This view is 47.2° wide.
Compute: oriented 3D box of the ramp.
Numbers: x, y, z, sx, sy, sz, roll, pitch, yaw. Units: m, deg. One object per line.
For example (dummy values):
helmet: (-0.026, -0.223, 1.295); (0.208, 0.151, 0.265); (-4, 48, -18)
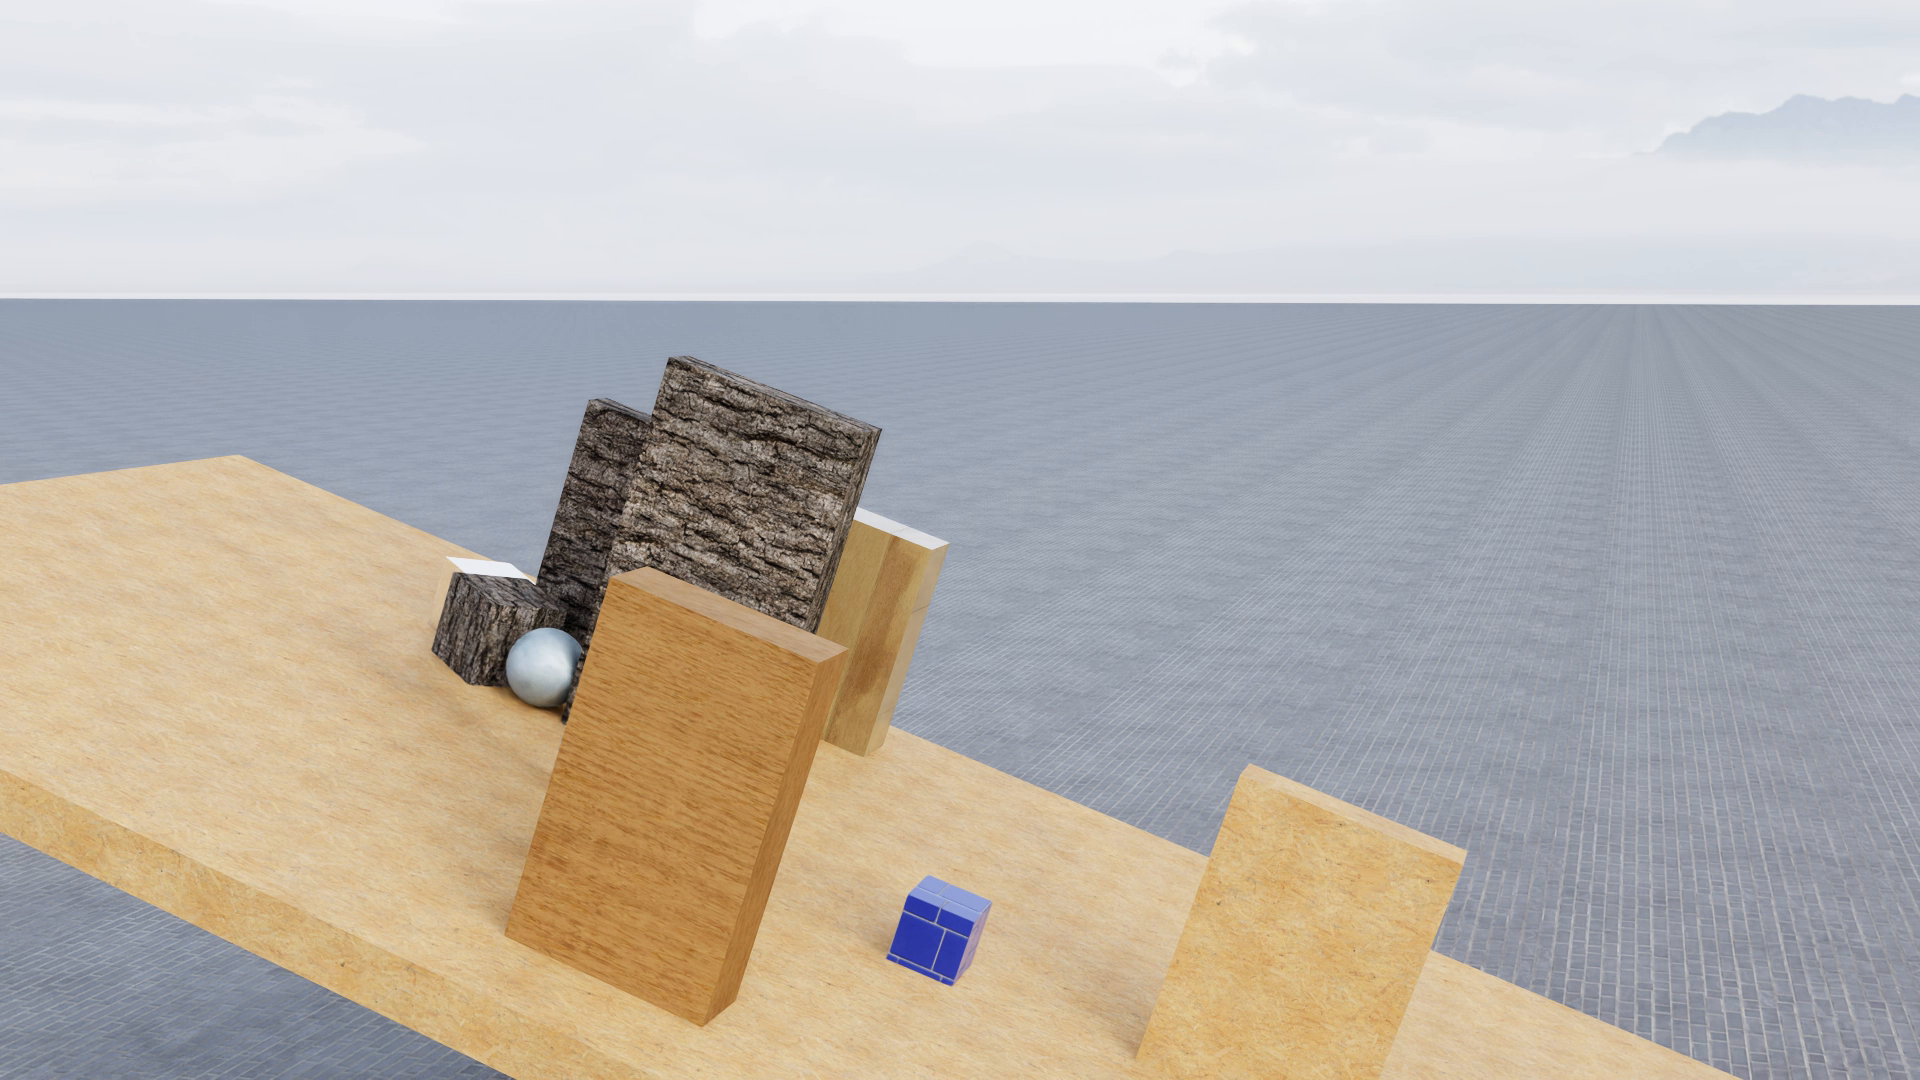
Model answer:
ramp: (-0.347, 0.647, 4.220); (4.000, 0.100, 2.000); (21, 12, 14)

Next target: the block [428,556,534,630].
block: (-1.040, 0.146, 4.812); (0.159, 0.159, 0.159); (7, 16, -42)

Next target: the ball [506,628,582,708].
ball: (-0.855, 0.264, 4.545); (0.165, 0.165, 0.165); (0, 7, 0)

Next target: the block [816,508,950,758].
block: (-0.231, 0.202, 4.942); (0.247, 0.499, 0.132); (21, 12, 14)

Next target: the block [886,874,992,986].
block: (-0.036, 0.695, 3.918); (0.128, 0.128, 0.128); (21, 12, 12)

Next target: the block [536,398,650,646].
block: (-0.747, 0.025, 4.715); (0.260, 0.604, 0.082); (21, 12, 14)

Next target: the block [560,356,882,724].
block: (-0.486, 0.078, 4.414); (0.434, 0.791, 0.097); (21, 12, 14)

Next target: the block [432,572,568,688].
block: (-0.975, 0.192, 4.650); (0.181, 0.181, 0.181); (7, 16, -42)

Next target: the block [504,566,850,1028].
block: (-0.448, 0.399, 3.451); (0.360, 0.616, 0.132); (21, 12, 14)

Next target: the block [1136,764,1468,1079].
block: (0.578, 0.711, 3.749); (0.391, 0.544, 0.094); (21, 12, 14)
